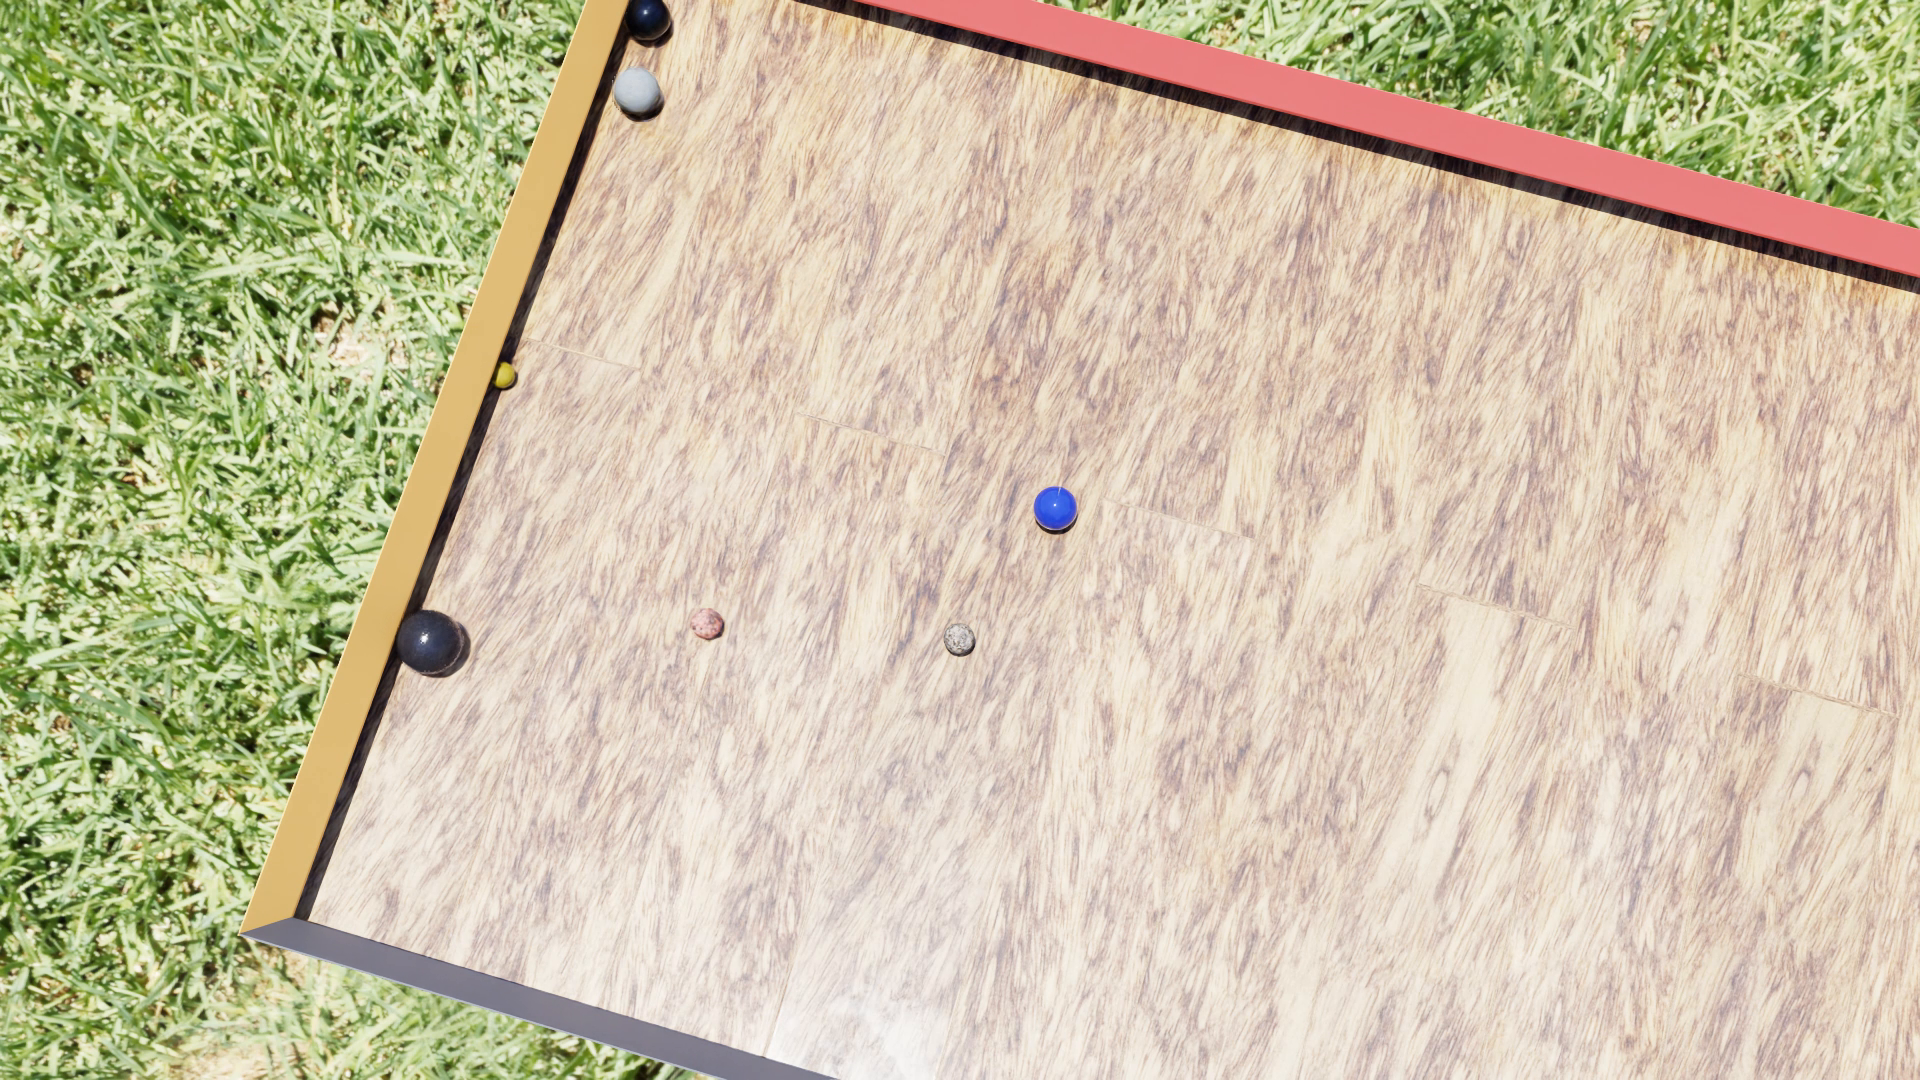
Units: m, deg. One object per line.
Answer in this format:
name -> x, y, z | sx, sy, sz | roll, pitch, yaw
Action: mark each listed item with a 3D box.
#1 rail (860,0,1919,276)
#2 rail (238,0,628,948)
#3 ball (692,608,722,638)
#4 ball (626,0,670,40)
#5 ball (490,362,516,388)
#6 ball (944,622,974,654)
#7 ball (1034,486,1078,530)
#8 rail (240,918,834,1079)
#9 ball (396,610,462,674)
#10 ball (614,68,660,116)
rail -> 1.015, -0.571, 3.487 | 3.252, 0.126, 0.045 | 16, 75, 4
rail -> -0.758, -0.220, 3.389 | 0.045, 0.126, 1.731 | 16, 75, 4
ball -> -0.384, 0.126, 3.335 | 0.047, 0.047, 0.047 | 0, 74, 0
ball -> -0.510, -0.854, 3.594 | 0.074, 0.074, 0.074 | 0, 74, 0
ball -> -0.718, -0.259, 3.445 | 0.042, 0.042, 0.042 | 0, 74, 0
ball -> -0.001, 0.149, 3.328 | 0.048, 0.048, 0.048 | 0, 74, 0
ball -> 0.146, -0.049, 3.372 | 0.068, 0.068, 0.068 | 0, 74, 0
rail -> 0.547, 0.988, 3.052 | 3.252, 0.126, 0.045 | 16, 75, 4
ball -> -0.796, 0.153, 3.301 | 0.097, 0.097, 0.097 | 0, 74, 0
ball -> -0.522, -0.726, 3.558 | 0.075, 0.075, 0.075 | 0, 74, 0
